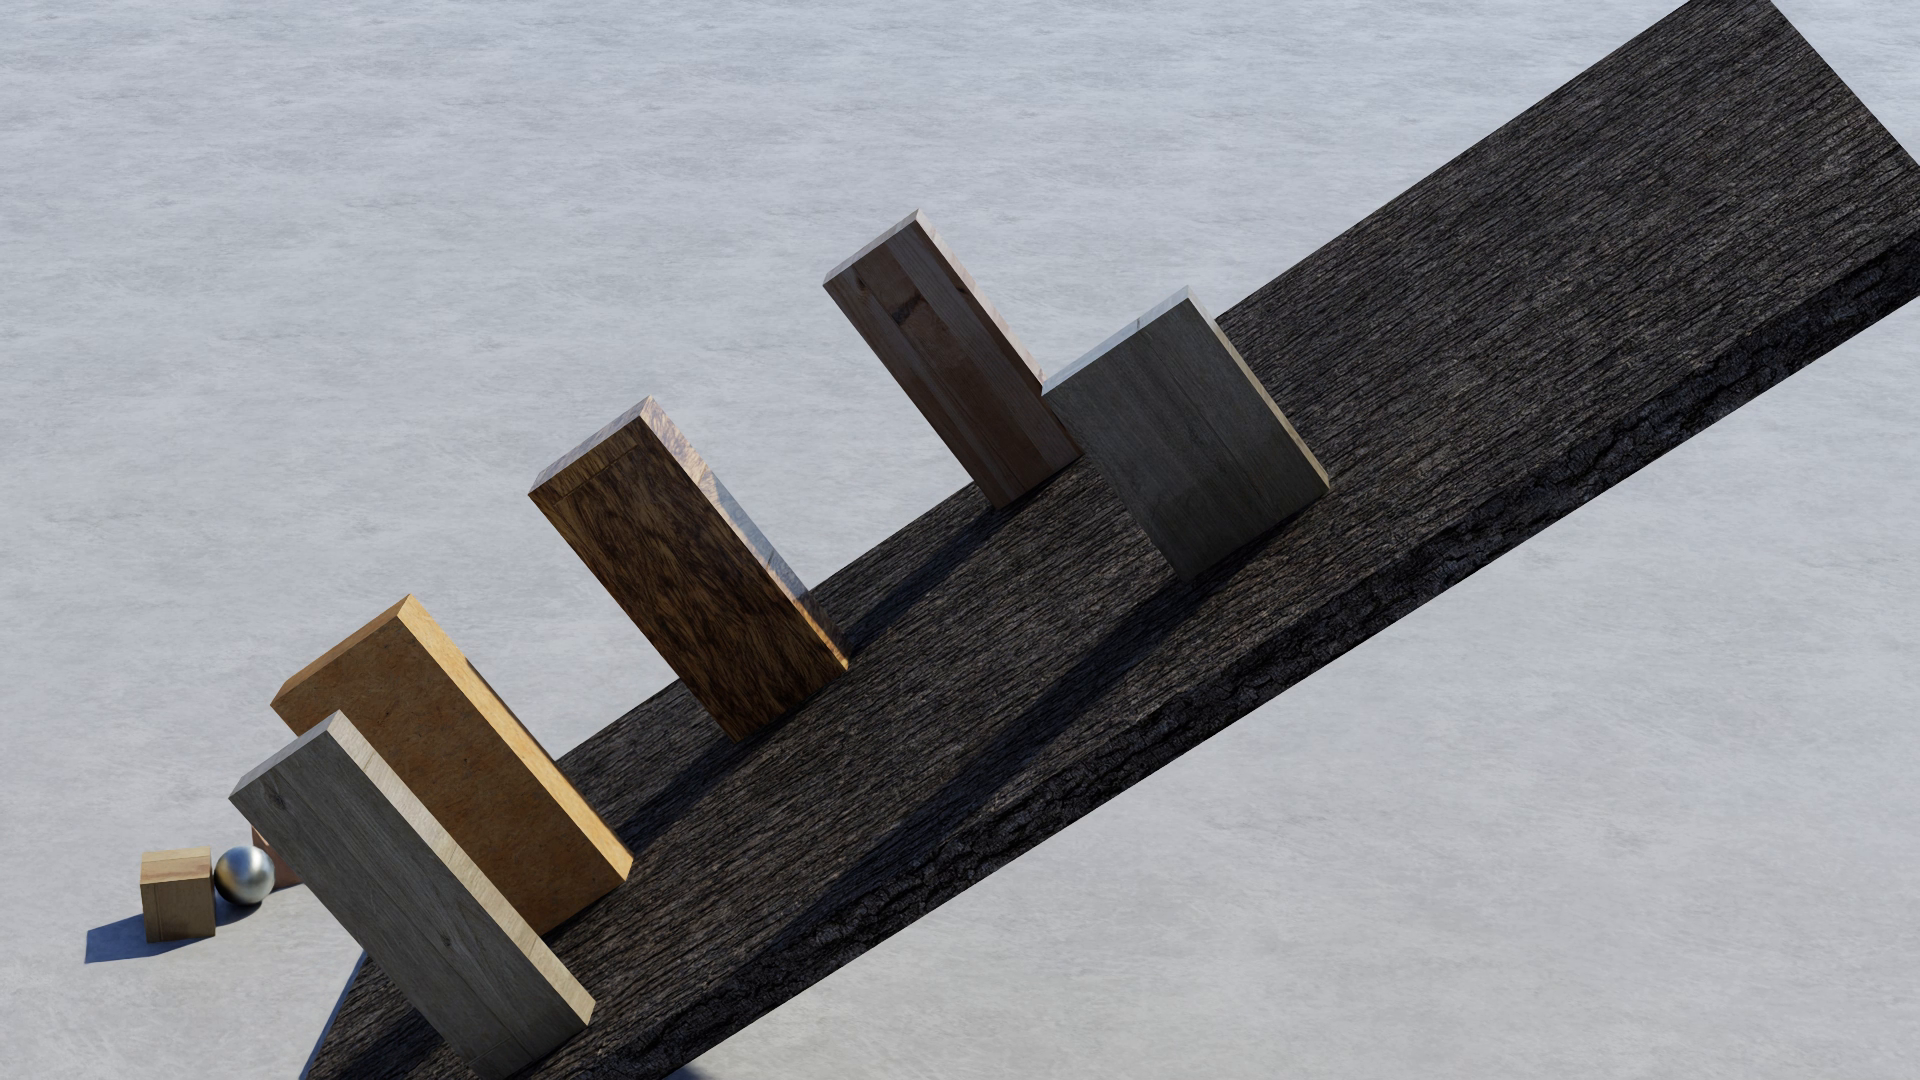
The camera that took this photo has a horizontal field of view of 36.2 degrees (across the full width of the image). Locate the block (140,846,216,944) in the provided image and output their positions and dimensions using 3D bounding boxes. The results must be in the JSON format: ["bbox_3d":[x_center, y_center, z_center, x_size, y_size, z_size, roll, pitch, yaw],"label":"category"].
[{"bbox_3d":[-2.008,0.910,7.559,0.171,0.171,0.171,-5,23,-12],"label":"block"}]

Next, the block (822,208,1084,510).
[{"bbox_3d":[-0.003,-0.415,6.840,0.270,0.680,0.095,-34,16,16],"label":"block"}]

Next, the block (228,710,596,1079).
[{"bbox_3d":[-1.075,0.715,5.806,0.258,0.793,0.092,-34,16,16],"label":"block"}]

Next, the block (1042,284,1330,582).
[{"bbox_3d":[0.433,-0.200,5.641,0.339,0.471,0.081,-34,16,16],"label":"block"}]

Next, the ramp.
[{"bbox_3d":[0.131,0.177,6.316,4.000,0.100,2.000,-34,16,16],"label":"ramp"}]

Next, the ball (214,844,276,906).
[{"bbox_3d":[-1.864,0.874,7.665,0.158,0.158,0.158,0,22,0],"label":"ball"}]

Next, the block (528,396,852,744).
[{"bbox_3d":[-0.605,0.071,6.668,0.325,0.751,0.139,-34,16,16],"label":"block"}]

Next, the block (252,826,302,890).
[{"bbox_3d":[-1.791,0.827,7.813,0.134,0.134,0.134,-12,25,-27],"label":"block"}]

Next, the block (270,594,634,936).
[{"bbox_3d":[-1.105,0.528,6.442,0.367,0.774,0.122,-34,16,16],"label":"block"}]
